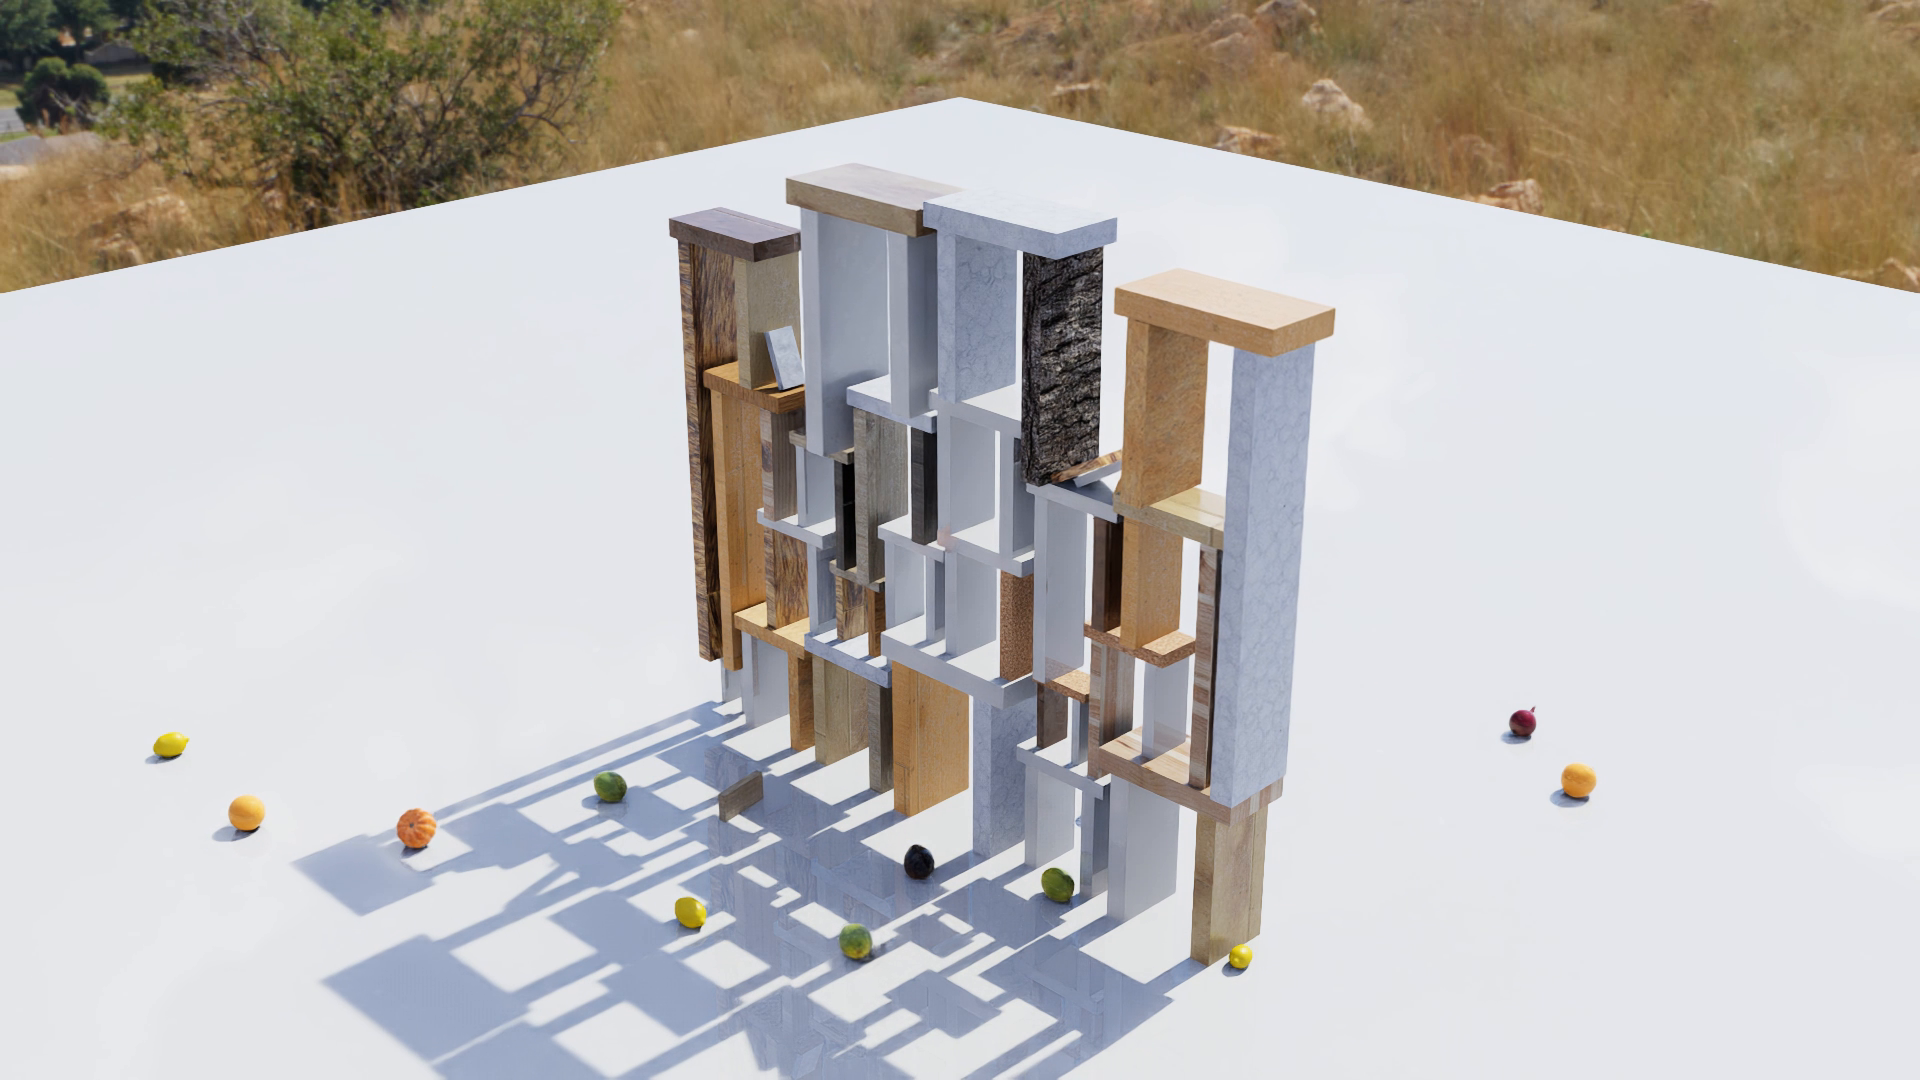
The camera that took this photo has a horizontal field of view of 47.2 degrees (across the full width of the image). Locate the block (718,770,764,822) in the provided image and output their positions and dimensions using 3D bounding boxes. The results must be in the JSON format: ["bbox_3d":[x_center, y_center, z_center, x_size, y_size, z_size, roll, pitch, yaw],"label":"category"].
[{"bbox_3d":[-0.444,0.520,4.460,0.017,0.060,0.120,15,27,31],"label":"block"}]

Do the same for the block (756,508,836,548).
[{"bbox_3d":[-0.316,-0.036,4.554,0.202,0.029,0.101,21,31,40],"label":"block"}]

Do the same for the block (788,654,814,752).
[{"bbox_3d":[-0.312,0.329,4.697,0.032,0.226,0.113,21,31,41],"label":"block"}]

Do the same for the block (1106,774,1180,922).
[{"bbox_3d":[0.342,0.546,4.087,0.043,0.302,0.151,21,31,41],"label":"block"}]

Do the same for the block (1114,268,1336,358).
[{"bbox_3d":[0.430,-0.375,3.595,0.328,0.046,0.164,21,31,40],"label":"block"}]

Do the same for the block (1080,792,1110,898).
[{"bbox_3d":[0.277,0.558,4.162,0.031,0.221,0.111,21,31,41],"label":"block"}]

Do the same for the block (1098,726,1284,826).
[{"bbox_3d":[0.413,0.416,3.953,0.301,0.043,0.151,21,31,40],"label":"block"}]

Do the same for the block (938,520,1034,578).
[{"bbox_3d":[0.074,0.010,4.147,0.220,0.031,0.110,21,31,40],"label":"block"}]

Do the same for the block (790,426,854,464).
[{"bbox_3d":[-0.252,-0.196,4.415,0.087,0.025,0.175,-21,31,-41],"label":"block"}]

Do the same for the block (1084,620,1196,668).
[{"bbox_3d":[0.323,0.175,3.951,0.094,0.027,0.188,-21,31,-40],"label":"block"}]

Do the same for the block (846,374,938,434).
[{"bbox_3d":[-0.095,-0.263,4.230,0.235,0.033,0.117,21,31,41],"label":"block"}]

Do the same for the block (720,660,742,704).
[{"bbox_3d":[-0.508,0.307,4.904,0.015,0.103,0.052,21,31,41],"label":"block"}]

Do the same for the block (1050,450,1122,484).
[{"bbox_3d":[0.225,-0.130,3.902,0.063,0.018,0.126,-21,1,-40],"label":"block"}]

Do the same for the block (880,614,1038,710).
[{"bbox_3d":[0.022,0.229,4.296,0.169,0.048,0.338,-21,31,-40],"label":"block"}]

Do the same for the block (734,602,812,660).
[{"bbox_3d":[-0.365,0.189,4.695,0.113,0.032,0.226,-21,31,-41],"label":"block"}]

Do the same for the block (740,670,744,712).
[{"bbox_3d":[-0.459,0.326,4.859,0.015,0.104,0.052,21,31,41],"label":"block"}]

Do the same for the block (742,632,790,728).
[{"bbox_3d":[-0.418,0.287,4.795,0.032,0.226,0.113,21,31,41],"label":"block"}]

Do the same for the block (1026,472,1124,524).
[{"bbox_3d":[0.235,-0.087,3.939,0.108,0.031,0.217,-21,31,-40],"label":"block"}]

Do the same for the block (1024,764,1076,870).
[{"bbox_3d":[0.175,0.516,4.261,0.031,0.221,0.111,21,31,40],"label":"block"}]

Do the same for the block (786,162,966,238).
[{"bbox_3d":[-0.143,-0.637,4.104,0.352,0.050,0.176,21,31,40],"label":"block"}]

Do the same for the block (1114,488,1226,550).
[{"bbox_3d":[0.396,-0.047,3.768,0.246,0.035,0.123,21,31,40],"label":"block"}]

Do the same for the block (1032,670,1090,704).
[{"bbox_3d":[0.207,0.266,4.119,0.067,0.019,0.134,-21,31,-40],"label":"block"}]

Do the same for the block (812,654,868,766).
[{"bbox_3d":[-0.249,0.339,4.639,0.036,0.253,0.126,21,31,41],"label":"block"}]

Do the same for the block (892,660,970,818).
[{"bbox_3d":[-0.058,0.375,4.444,0.048,0.338,0.169,21,31,41],"label":"block"}]

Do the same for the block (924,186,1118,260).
[{"bbox_3d":[0.104,-0.562,3.878,0.319,0.045,0.159,21,31,40],"label":"block"}]

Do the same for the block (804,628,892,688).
[{"bbox_3d":[-0.190,0.229,4.528,0.126,0.036,0.253,-21,31,-41],"label":"block"}]

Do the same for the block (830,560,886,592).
[{"bbox_3d":[-0.188,0.065,4.459,0.075,0.021,0.149,-21,31,-40],"label":"block"}]

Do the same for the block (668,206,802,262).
[{"bbox_3d":[-0.451,-0.619,4.447,0.135,0.038,0.271,-21,31,-40],"label":"block"}]

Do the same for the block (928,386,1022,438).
[{"bbox_3d":[0.069,-0.245,4.049,0.120,0.034,0.240,-21,31,-40],"label":"block"}]

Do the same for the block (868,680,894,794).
[{"bbox_3d":[-0.130,0.385,4.529,0.036,0.253,0.126,21,31,41],"label":"block"}]

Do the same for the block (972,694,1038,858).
[{"bbox_3d":[0.101,0.437,4.298,0.048,0.337,0.169,21,31,41],"label":"block"}]

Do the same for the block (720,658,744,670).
[{"bbox_3d":[-0.484,0.262,4.859,0.103,0.015,0.052,21,31,41],"label":"block"}]

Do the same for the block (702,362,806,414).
[{"bbox_3d":[-0.406,-0.318,4.523,0.120,0.034,0.240,-21,31,-40],"label":"block"}]

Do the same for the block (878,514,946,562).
[{"bbox_3d":[-0.066,-0.004,4.296,0.178,0.025,0.089,20,30,39],"label":"block"}]

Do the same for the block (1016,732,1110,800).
[{"bbox_3d":[0.225,0.421,4.161,0.111,0.031,0.221,-21,31,-40],"label":"block"}]
